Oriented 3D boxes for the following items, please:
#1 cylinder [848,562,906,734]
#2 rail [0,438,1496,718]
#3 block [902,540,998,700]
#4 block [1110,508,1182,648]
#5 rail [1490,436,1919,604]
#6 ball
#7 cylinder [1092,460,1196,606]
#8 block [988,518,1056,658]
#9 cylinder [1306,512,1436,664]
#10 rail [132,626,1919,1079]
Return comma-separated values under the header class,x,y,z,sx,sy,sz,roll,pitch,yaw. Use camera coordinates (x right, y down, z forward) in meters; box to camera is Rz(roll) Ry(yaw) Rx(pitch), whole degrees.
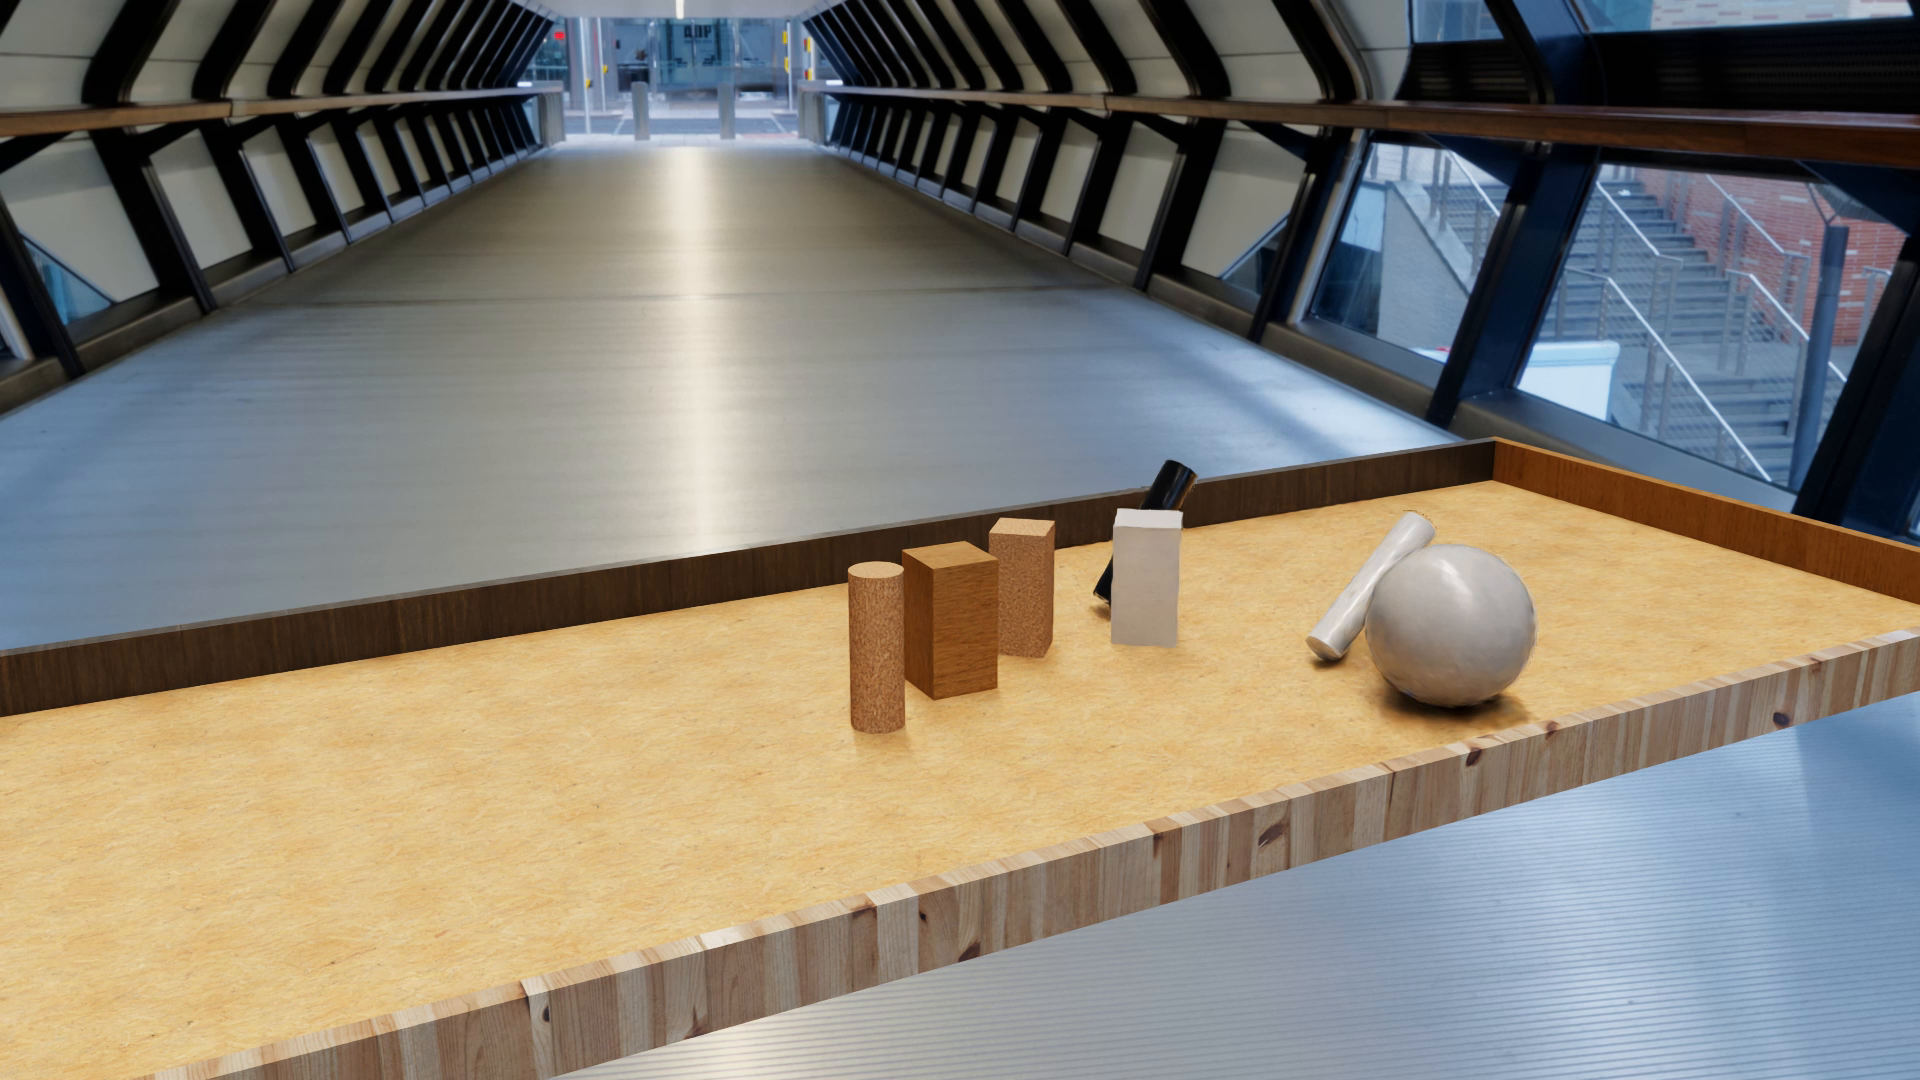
class,x,y,z,sx,sy,sz,roll,pitch,yaw
cylinder,-0.193,0.250,3.833,0.128,0.379,0.128,0,16,0
rail,-3.305,0.497,3.399,12.000,0.150,0.050,-9,18,-27
block,-0.025,0.197,4.089,0.177,0.336,0.177,-8,18,-26
block,0.501,0.101,4.430,0.174,0.329,0.174,3,17,9
rail,2.466,-0.048,5.253,0.050,0.150,2.100,-9,18,-27
ball,1.175,0.205,3.959,0.394,0.394,0.394,0,16,0
cylinder,0.525,-0.015,4.685,0.101,0.439,0.101,29,-8,4
block,0.162,0.125,4.341,0.147,0.332,0.147,4,17,12
cylinder,1.076,0.122,4.315,0.451,0.101,0.101,-48,37,-17
rail,-2.336,1.006,1.665,12.000,0.150,0.050,-9,18,-27
